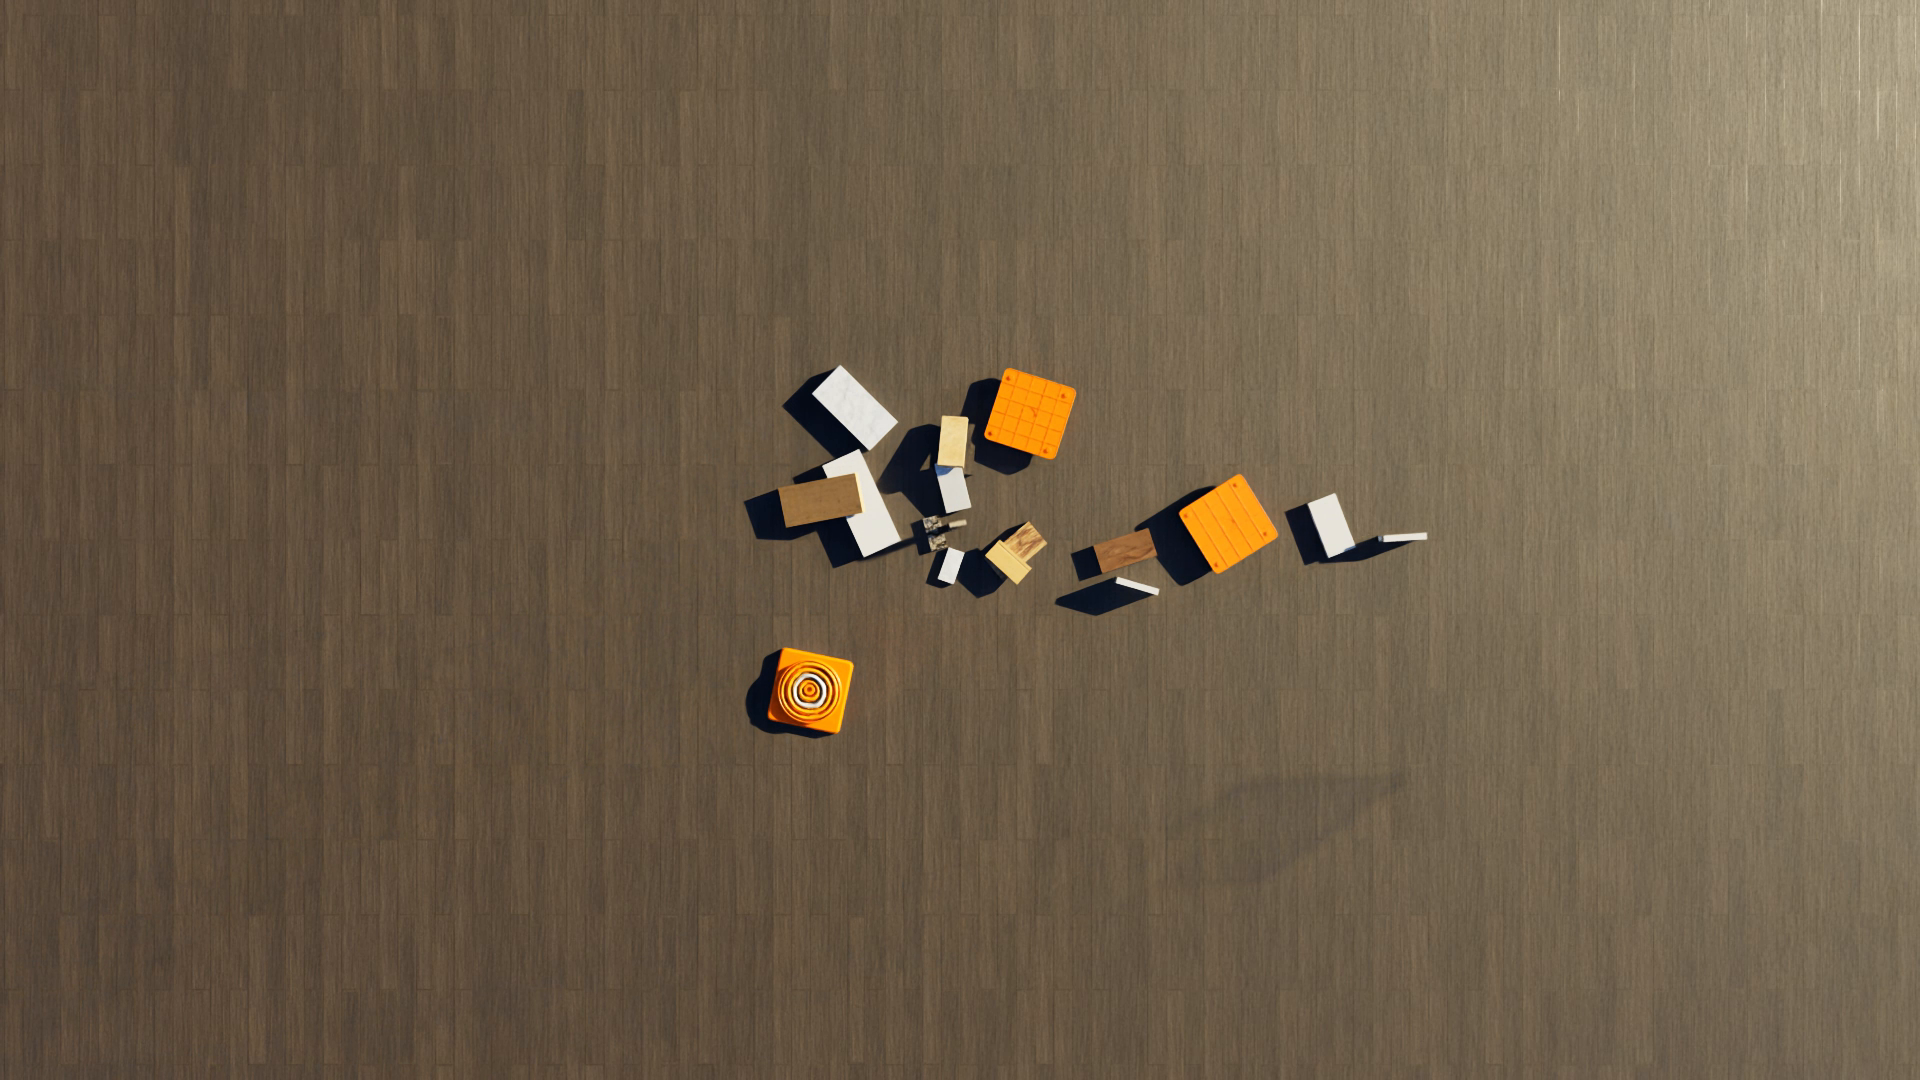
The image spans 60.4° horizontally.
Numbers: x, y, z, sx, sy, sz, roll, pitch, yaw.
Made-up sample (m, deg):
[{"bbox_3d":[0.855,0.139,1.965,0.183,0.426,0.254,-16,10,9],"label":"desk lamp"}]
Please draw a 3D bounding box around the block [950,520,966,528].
[{"bbox_3d":[-0.007,-0.053,5.445,0.055,0.111,0.016,-12,90,0],"label":"block"}]

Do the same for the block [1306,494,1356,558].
[{"bbox_3d":[1.234,-0.048,5.486,0.096,0.027,0.193,-21,90,0],"label":"block"}]

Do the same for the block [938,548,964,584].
[{"bbox_3d":[-0.030,0.086,5.492,0.055,0.016,0.111,19,90,0],"label":"block"}]

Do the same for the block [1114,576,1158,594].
[{"bbox_3d":[0.585,0.152,5.464,0.142,0.071,0.020,16,90,0],"label":"block"}]

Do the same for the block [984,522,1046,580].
[{"bbox_3d":[0.185,0.037,5.486,0.193,0.027,0.096,-40,90,0],"label":"block"}]

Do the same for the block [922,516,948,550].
[{"bbox_3d":[-0.083,-0.024,5.492,0.055,0.016,0.111,-15,90,0],"label":"block"}]

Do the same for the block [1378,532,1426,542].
[{"bbox_3d":[1.465,-0.009,5.464,0.142,0.071,0.020,-4,90,0],"label":"block"}]

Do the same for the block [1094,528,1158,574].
[{"bbox_3d":[0.549,0.035,5.486,0.193,0.027,0.096,-18,90,0],"label":"block"}]

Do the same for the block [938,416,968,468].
[{"bbox_3d":[-0.023,-0.324,5.447,0.084,0.024,0.168,4,76,8],"label":"block"}]

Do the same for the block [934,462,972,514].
[{"bbox_3d":[-0.024,-0.181,5.471,0.084,0.024,0.168,-13,100,3],"label":"block"}]

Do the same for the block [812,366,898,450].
[{"bbox_3d":[-0.349,-0.438,5.481,0.267,0.038,0.134,45,90,0],"label":"block"}]

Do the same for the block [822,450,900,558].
[{"bbox_3d":[-0.326,-0.122,5.481,0.134,0.038,0.333,-24,90,0],"label":"block"}]

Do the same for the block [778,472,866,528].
[{"bbox_3d":[-0.457,-0.132,5.452,0.267,0.038,0.134,-11,93,11],"label":"block"}]

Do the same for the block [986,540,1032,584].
[{"bbox_3d":[0.160,0.073,5.463,0.142,0.020,0.071,42,90,0],"label":"block"}]

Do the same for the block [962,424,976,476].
[{"bbox_3d":[0.007,-0.303,5.488,0.084,0.024,0.168,4,90,0],"label":"block"}]
